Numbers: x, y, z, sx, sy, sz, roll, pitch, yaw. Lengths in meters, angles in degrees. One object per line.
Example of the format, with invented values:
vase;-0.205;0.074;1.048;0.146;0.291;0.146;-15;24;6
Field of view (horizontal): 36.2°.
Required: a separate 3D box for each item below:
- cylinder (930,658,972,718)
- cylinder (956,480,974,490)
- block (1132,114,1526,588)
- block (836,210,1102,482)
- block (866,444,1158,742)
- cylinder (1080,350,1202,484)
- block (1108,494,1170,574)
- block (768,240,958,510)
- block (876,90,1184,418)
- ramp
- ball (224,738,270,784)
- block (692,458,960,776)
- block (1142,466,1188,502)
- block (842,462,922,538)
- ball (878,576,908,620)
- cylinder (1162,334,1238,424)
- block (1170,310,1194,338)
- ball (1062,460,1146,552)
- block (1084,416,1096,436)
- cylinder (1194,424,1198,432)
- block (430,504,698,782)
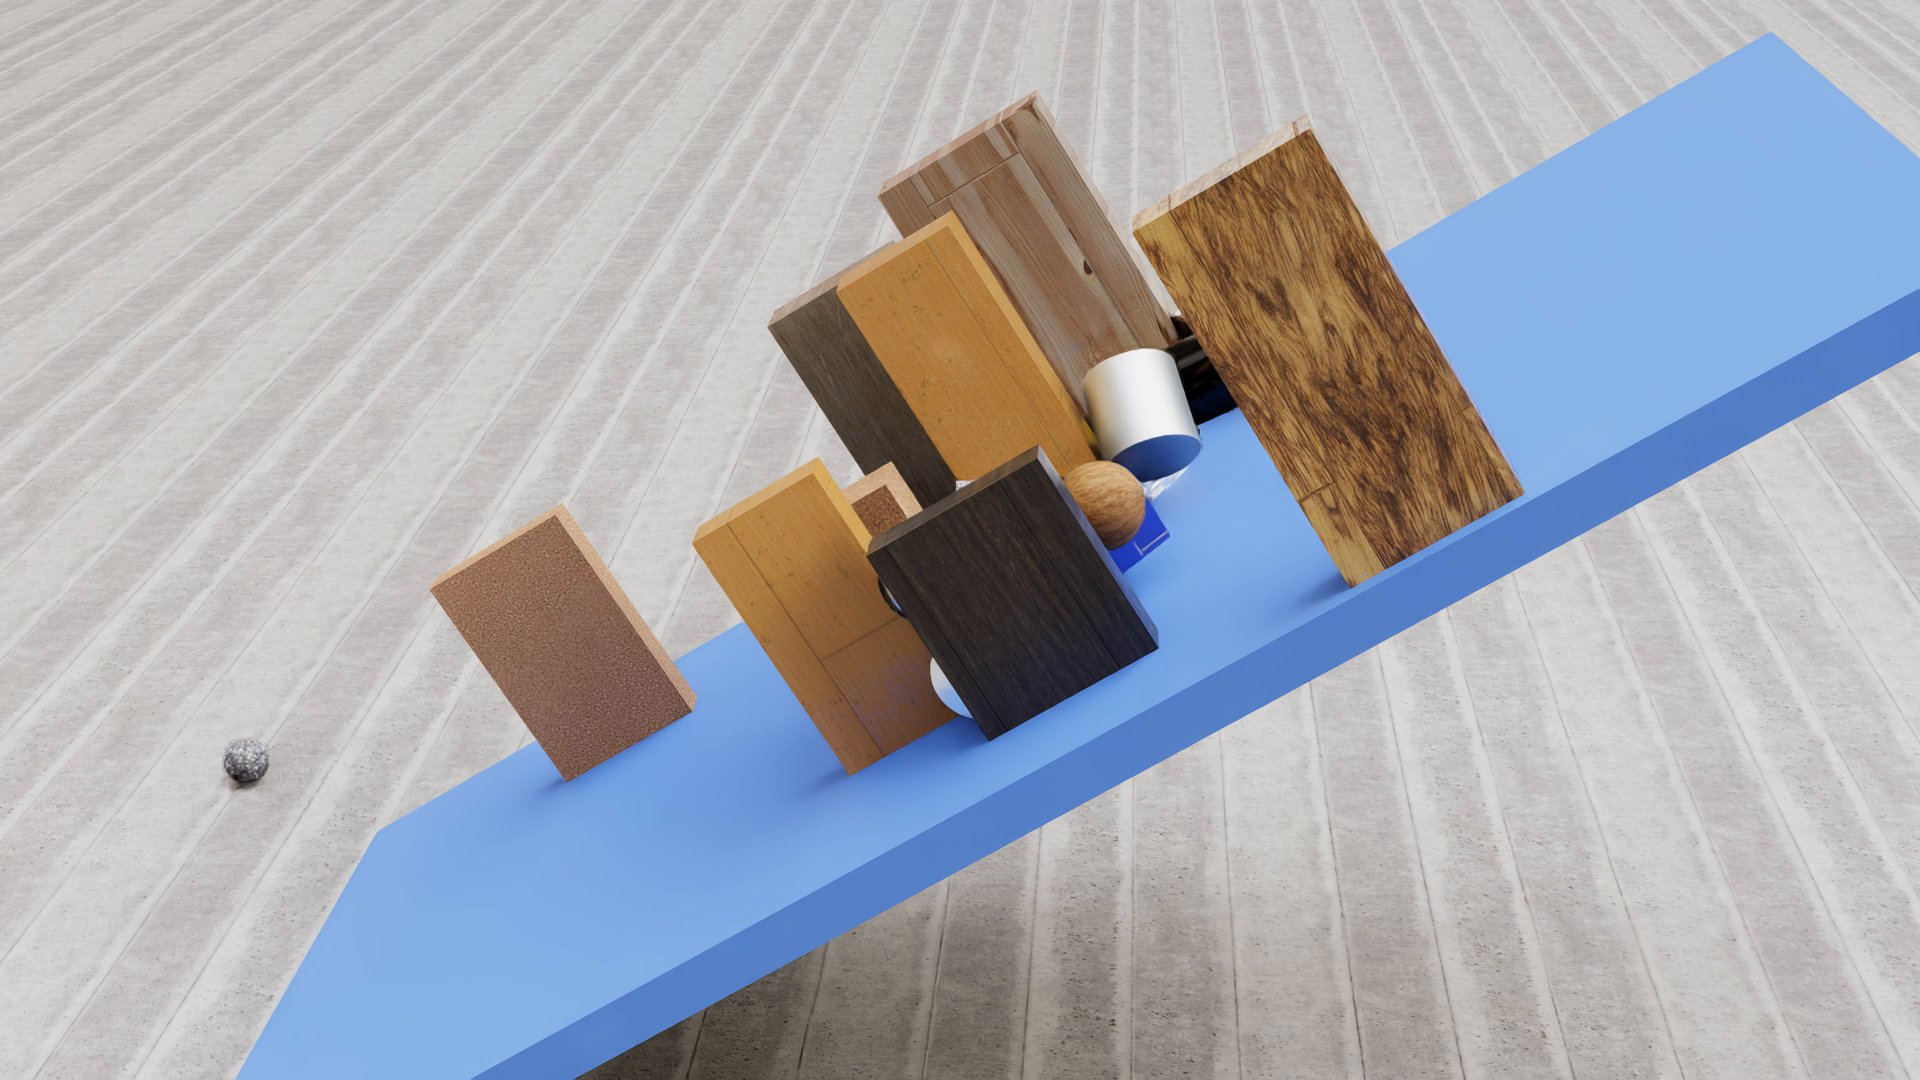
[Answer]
cylinder;0.050;0.218;5.733;0.202;0.202;0.202;1;20;3
cylinder;0.069;-0.058;6.108;0.143;0.143;0.143;-6;19;3
block;0.643;-0.323;5.132;0.348;0.754;0.121;-30;15;13
block;0.065;-0.293;6.223;0.275;0.763;0.136;-30;15;13
block;0.101;0.102;5.534;0.374;0.436;0.089;-30;15;13
cylinder;0.382;-0.261;6.219;0.207;0.207;0.207;-7;64;-18
block;0.301;-0.031;6.081;0.161;0.161;0.161;-37;15;-15
block;-0.087;-0.260;6.487;0.311;0.736;0.136;-30;15;13
block;0.200;-0.598;6.874;0.426;0.782;0.138;-30;15;13
ramp;0.141;0.169;6.290;4.000;0.100;2.000;-30;15;13
ball;-1.977;0.611;8.152;0.124;0.124;0.124;0;20;0
block;-0.249;0.154;5.823;0.283;0.574;0.103;-30;15;13
block;0.377;-0.166;6.397;0.138;0.138;0.138;-42;17;-30
block;-0.153;0.104;6.074;0.284;0.427;0.150;-30;15;13
ball;-0.064;0.065;5.683;0.192;0.192;0.192;0;20;0
cylinder;0.577;-0.381;6.563;0.190;0.190;0.190;-25;7;28
block;0.645;-0.506;6.835;0.182;0.182;0.182;-41;17;-28
ball;0.280;-0.068;5.872;0.184;0.184;0.184;0;20;0
block;0.276;-0.158;6.542;0.158;0.158;0.158;-34;15;-2
cylinder;0.425;-0.263;6.578;0.153;0.153;0.153;-25;8;27
block;-0.935;0.246;6.959;0.362;0.573;0.087;-30;15;13
